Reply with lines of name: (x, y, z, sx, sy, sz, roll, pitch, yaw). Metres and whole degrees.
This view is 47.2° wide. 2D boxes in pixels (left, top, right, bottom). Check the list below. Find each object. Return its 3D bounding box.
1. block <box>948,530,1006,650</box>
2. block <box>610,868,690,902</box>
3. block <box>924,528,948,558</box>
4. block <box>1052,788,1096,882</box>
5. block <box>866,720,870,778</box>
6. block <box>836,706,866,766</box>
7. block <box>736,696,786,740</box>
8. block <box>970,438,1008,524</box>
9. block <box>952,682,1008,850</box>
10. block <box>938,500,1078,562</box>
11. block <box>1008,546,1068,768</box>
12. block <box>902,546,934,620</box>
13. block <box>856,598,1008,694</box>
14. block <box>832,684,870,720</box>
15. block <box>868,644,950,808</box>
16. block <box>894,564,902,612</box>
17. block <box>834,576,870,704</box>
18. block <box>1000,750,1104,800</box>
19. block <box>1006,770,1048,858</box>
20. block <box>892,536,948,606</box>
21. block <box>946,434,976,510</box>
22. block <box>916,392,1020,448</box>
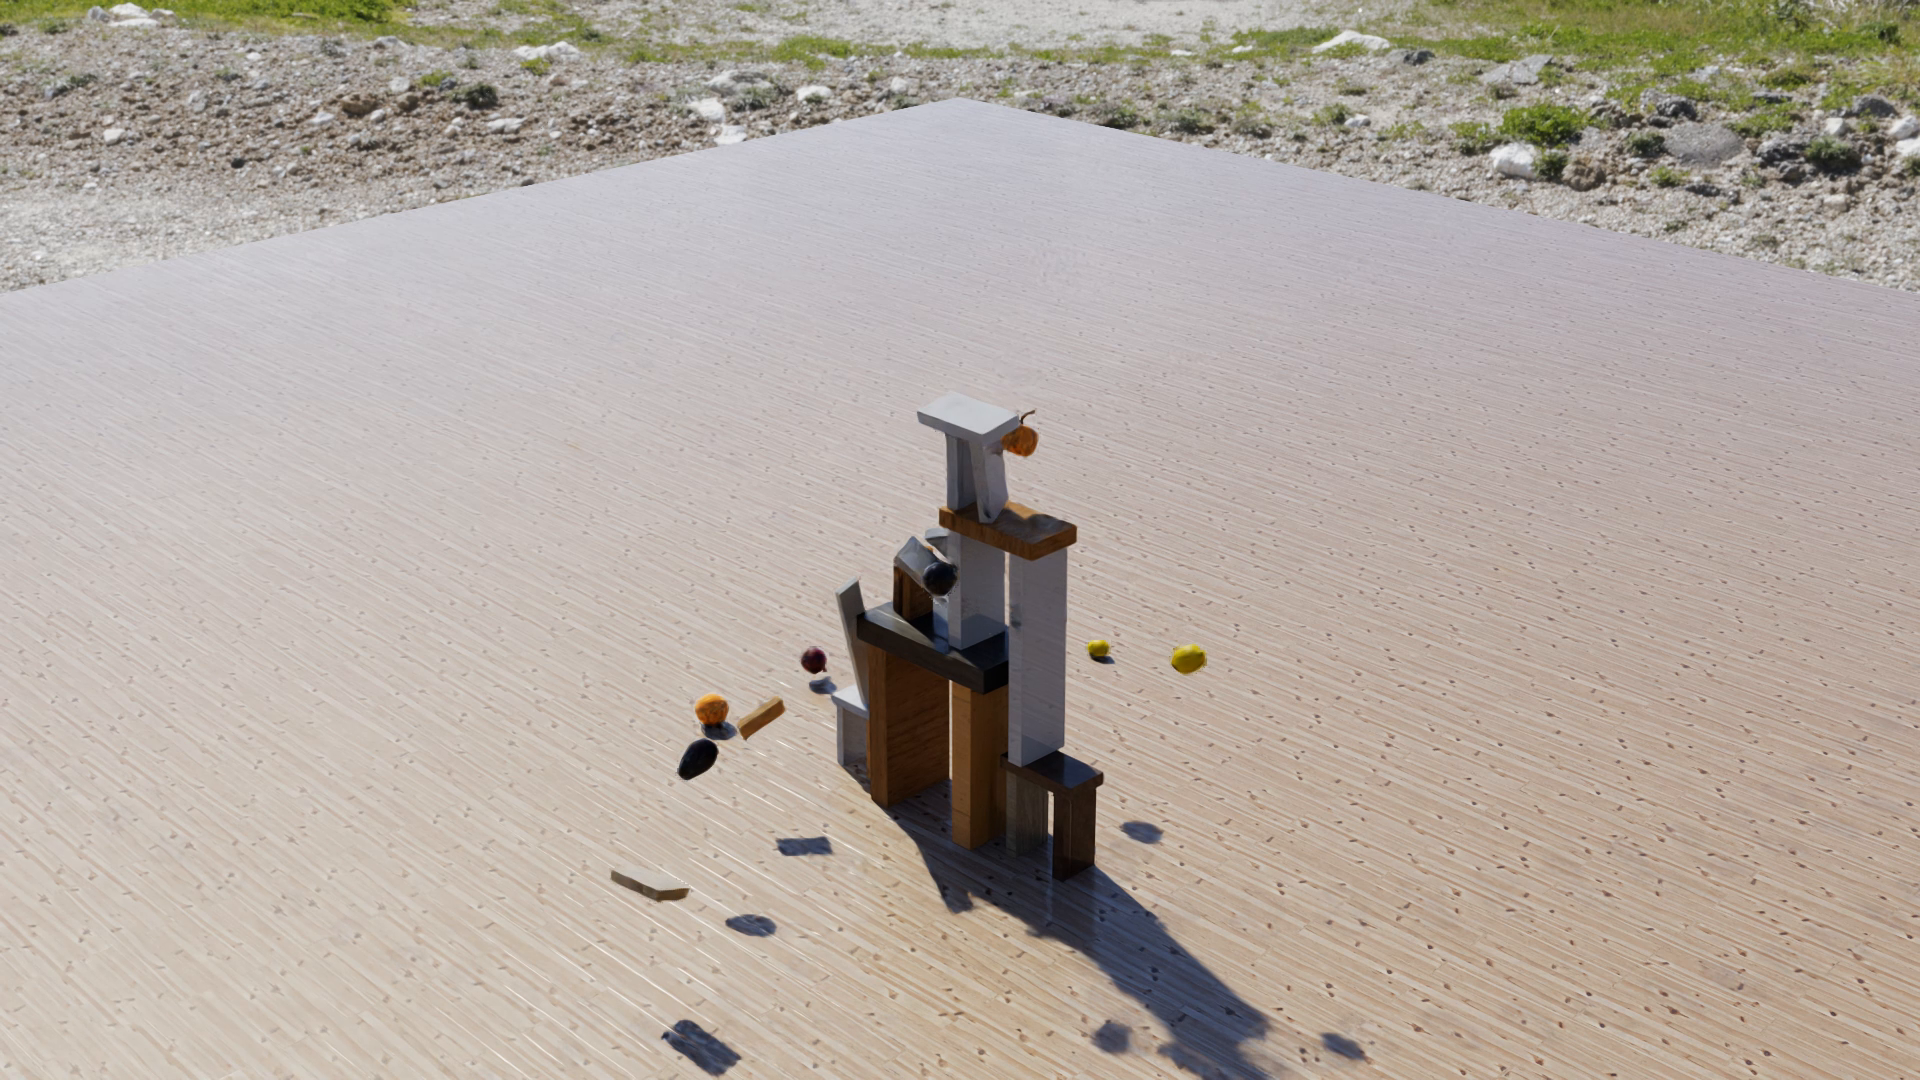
block: (0.032, 0.078, 4.228, 0.122, 0.243, 0.034, -22, 31, -40)
block: (-0.539, 0.597, 3.815, 0.134, 0.019, 0.067, 13, 7, 44)
block: (-0.007, 0.014, 4.327, 0.067, 0.134, 0.019, -6, 61, 31)
block: (0.219, 0.554, 4.217, 0.026, 0.185, 0.093, 21, 31, 41)
block: (-0.163, 0.426, 4.580, 0.069, 0.138, 0.020, -21, 31, -41)
block: (-0.228, 0.401, 4.640, 0.020, 0.138, 0.069, 22, 31, 41)
block: (-0.399, 0.356, 4.414, 0.101, 0.050, 0.014, -34, 58, -15)
block: (0.054, -0.132, 4.075, 0.026, 0.180, 0.090, 6, 34, 21)
block: (0.065, 0.416, 4.327, 0.050, 0.355, 0.177, 21, 31, 41)
block: (0.088, -0.027, 4.121, 0.121, 0.034, 0.243, -22, 31, -40)
block: (0.147, 0.212, 4.161, 0.122, 0.436, 0.034, -21, 31, -40)
block: (-0.083, 0.085, 4.350, 0.019, 0.136, 0.068, 20, 30, 38)
block: (-0.018, 0.197, 4.324, 0.355, 0.050, 0.177, 21, 31, 41)
block: (-0.195, 0.341, 4.579, 0.138, 0.020, 0.069, 21, 31, 41)
block: (-0.102, 0.351, 4.481, 0.050, 0.355, 0.177, 21, 31, 41)
block: (-0.109, 0.089, 4.384, 0.014, 0.101, 0.050, 23, 32, 40)
block: (-0.203, 0.207, 4.440, 0.050, 0.348, 0.014, -38, 53, -24)
block: (0.175, 0.440, 4.215, 0.093, 0.026, 0.185, -21, 31, -40)
block: (0.132, 0.520, 4.298, 0.093, 0.185, 0.026, -21, 31, -41)
block: (-0.062, 0.060, 4.288, 0.136, 0.019, 0.068, 42, 47, -3)
block: (0.012, -0.155, 4.139, 0.025, 0.180, 0.090, 18, 33, 33)
block: (0.015, -0.223, 4.035, 0.090, 0.026, 0.180, -31, 36, -32)
